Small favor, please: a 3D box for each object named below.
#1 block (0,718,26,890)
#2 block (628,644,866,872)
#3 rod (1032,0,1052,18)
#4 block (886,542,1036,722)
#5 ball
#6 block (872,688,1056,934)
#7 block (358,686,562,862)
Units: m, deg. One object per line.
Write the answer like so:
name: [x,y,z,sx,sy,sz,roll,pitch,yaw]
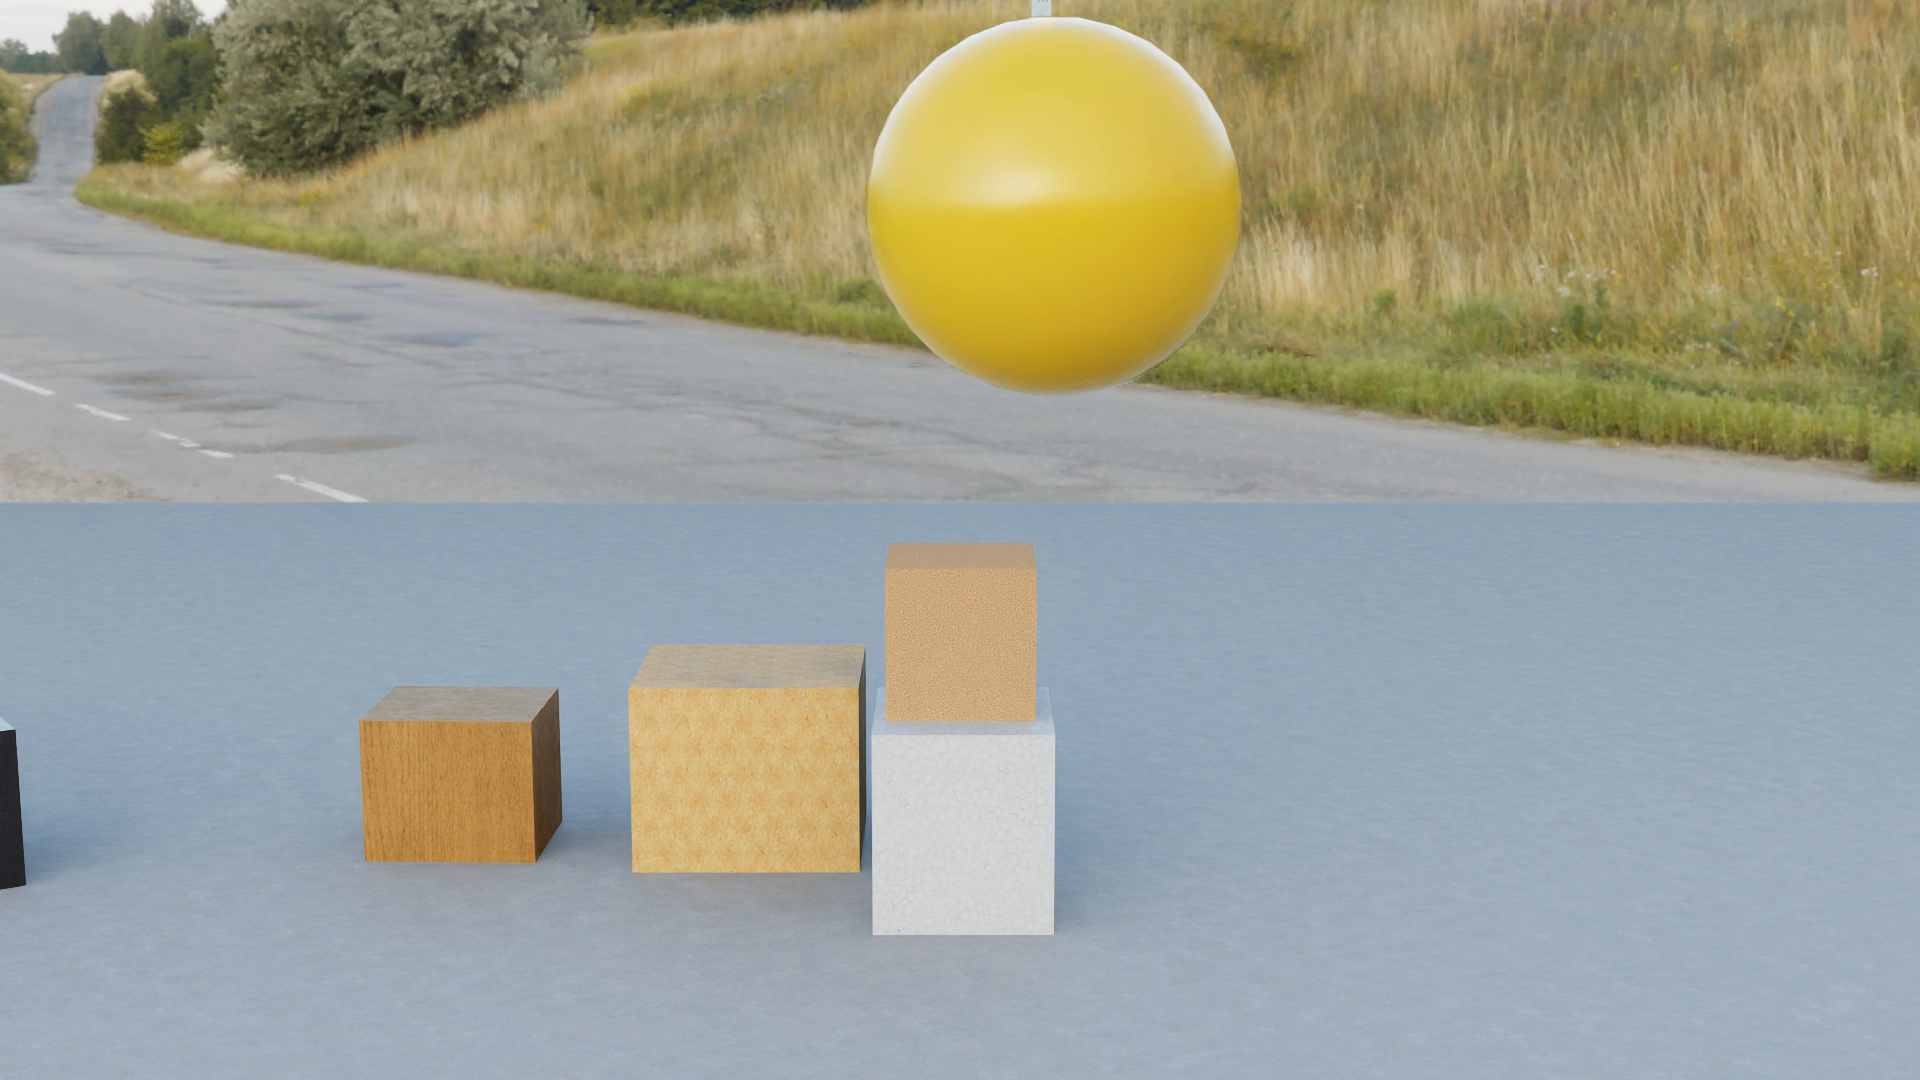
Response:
block: [-4.609,1.146,11.290,0.726,0.706,0.770,-7,12,-34]
block: [-0.952,0.987,11.787,1.010,0.841,0.890,0,10,0]
rod: [0.172,-4.752,10.316,0.080,5.200,0.080,-4,10,1]
block: [0.004,0.384,10.908,0.623,0.643,0.610,0,10,0]
ball: [0.397,-1.414,10.923,1.600,1.600,1.600,0,10,0]
block: [0.014,1.139,10.930,0.747,0.849,0.833,0,10,0]
block: [-2.290,1.072,11.841,0.774,0.654,0.663,0,10,2]
